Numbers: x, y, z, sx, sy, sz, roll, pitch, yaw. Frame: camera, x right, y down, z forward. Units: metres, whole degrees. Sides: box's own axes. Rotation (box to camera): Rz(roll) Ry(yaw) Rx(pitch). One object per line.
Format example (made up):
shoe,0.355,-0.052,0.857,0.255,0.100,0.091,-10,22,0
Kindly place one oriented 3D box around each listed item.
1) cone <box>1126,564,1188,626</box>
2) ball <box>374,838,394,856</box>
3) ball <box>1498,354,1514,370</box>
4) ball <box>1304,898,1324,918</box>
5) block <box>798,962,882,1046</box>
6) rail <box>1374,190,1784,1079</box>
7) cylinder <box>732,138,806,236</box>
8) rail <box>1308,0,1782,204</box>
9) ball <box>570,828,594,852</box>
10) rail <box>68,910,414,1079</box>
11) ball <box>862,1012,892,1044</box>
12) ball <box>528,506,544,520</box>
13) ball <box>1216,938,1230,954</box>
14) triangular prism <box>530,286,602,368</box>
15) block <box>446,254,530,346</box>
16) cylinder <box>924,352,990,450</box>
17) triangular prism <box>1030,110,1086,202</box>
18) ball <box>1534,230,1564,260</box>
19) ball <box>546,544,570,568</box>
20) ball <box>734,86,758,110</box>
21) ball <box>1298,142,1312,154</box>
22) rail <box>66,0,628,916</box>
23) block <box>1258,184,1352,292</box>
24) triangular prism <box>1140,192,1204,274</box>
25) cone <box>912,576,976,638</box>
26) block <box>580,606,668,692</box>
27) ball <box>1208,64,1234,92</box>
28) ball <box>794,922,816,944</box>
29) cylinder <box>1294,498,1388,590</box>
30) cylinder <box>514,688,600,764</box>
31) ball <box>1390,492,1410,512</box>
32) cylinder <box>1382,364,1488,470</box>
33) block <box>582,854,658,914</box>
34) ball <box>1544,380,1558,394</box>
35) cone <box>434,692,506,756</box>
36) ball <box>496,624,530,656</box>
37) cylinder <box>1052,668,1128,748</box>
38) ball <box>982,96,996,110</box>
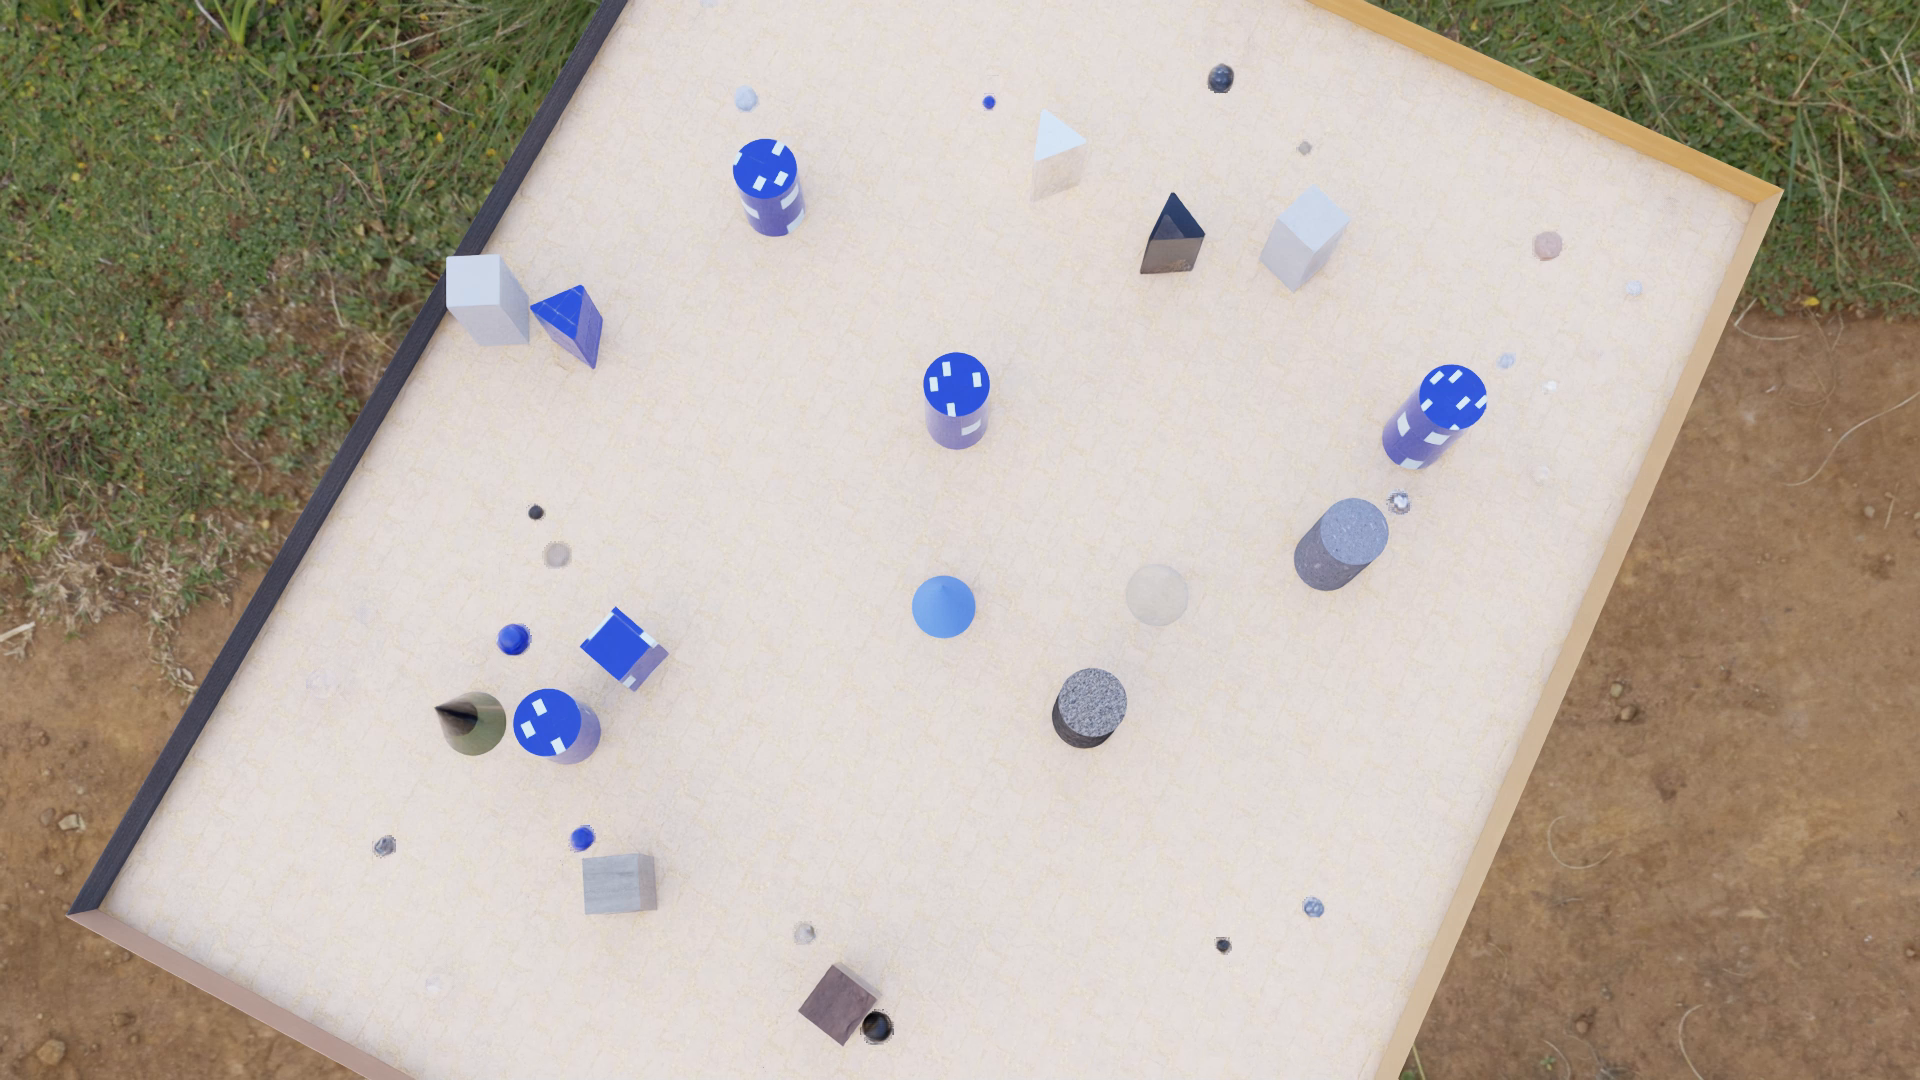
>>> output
cone,0.601,0.132,5.411,0.194,0.349,0.194,0,78,0
ball,-1.696,0.904,5.401,0.056,0.056,0.056,0,78,0
ball,1.701,-0.557,5.706,0.051,0.051,0.051,0,78,0
ball,1.037,1.078,5.364,0.058,0.058,0.058,0,78,0
block,-0.334,1.303,5.165,0.155,0.356,0.155,36,81,7
rail,1.592,0.786,5.388,0.045,0.126,4.284,26,80,5
cylinder,-0.589,-1.089,5.682,0.194,0.314,0.194,0,78,0
rail,0.947,-1.849,5.934,3.607,0.126,0.045,26,80,5
ball,-1.115,0.881,5.398,0.071,0.071,0.071,0,78,0
rail,-0.947,1.862,5.166,3.607,0.126,0.045,26,80,5
ball,-0.238,1.405,5.279,0.089,0.089,0.089,0,78,0
ball,-1.298,-0.083,5.610,0.047,0.047,0.047,0,78,0
ball,0.768,1.185,5.350,0.042,0.042,0.042,0,78,0
triangular prism,-1.169,-0.671,5.600,0.168,0.304,0.146,35,80,7
block,-1.432,-0.725,5.573,0.155,0.380,0.155,-3,78,-1
cylinder,-0.010,-0.413,5.506,0.194,0.385,0.194,0,78,0
triangular prism,0.278,-1.207,5.700,0.168,0.326,0.146,-21,79,-4
ball,1.850,-0.927,5.762,0.090,0.090,0.090,0,78,0
ball,-1.222,0.048,5.568,0.076,0.076,0.076,0,78,0
ball,-0.686,-1.415,5.869,0.079,0.079,0.079,0,78,0
ball,1.102,-1.252,5.854,0.042,0.042,0.042,0,78,0
rail,-1.592,-0.773,5.711,0.045,0.126,4.284,26,80,5
block,1.054,-0.921,5.625,0.155,0.357,0.155,-43,81,-8
triangular prism,0.647,-0.949,5.662,0.168,0.296,0.146,-4,78,-1
cone,-0.050,0.167,5.396,0.194,0.364,0.194,0,78,0
block,-0.989,0.326,5.415,0.155,0.263,0.155,40,81,8
ball,0.839,-1.484,5.880,0.085,0.085,0.085,0,78,0
ball,-0.452,1.149,5.348,0.061,0.061,0.061,0,78,0
cylinder,1.118,0.018,5.397,0.194,0.422,0.194,0,78,0
cylinder,-1.174,0.548,5.353,0.194,0.294,0.194,0,78,0
ball,1.346,-0.115,5.607,0.064,0.064,0.064,0,78,0
cylinder,1.405,-0.360,5.451,0.194,0.470,0.194,0,78,0
block,-0.975,0.990,5.264,0.155,0.290,0.155,-5,78,-1
ball,1.837,-0.475,5.692,0.045,0.045,0.045,0,78,0
cone,-1.459,0.507,5.291,0.194,0.431,0.194,0,78,0
ball,-1.343,0.300,5.505,0.097,0.097,0.097,0,78,0
cylinder,0.373,0.493,5.326,0.194,0.369,0.194,0,78,0
ball,0.093,-1.405,5.885,0.043,0.043,0.043,0,78,0
